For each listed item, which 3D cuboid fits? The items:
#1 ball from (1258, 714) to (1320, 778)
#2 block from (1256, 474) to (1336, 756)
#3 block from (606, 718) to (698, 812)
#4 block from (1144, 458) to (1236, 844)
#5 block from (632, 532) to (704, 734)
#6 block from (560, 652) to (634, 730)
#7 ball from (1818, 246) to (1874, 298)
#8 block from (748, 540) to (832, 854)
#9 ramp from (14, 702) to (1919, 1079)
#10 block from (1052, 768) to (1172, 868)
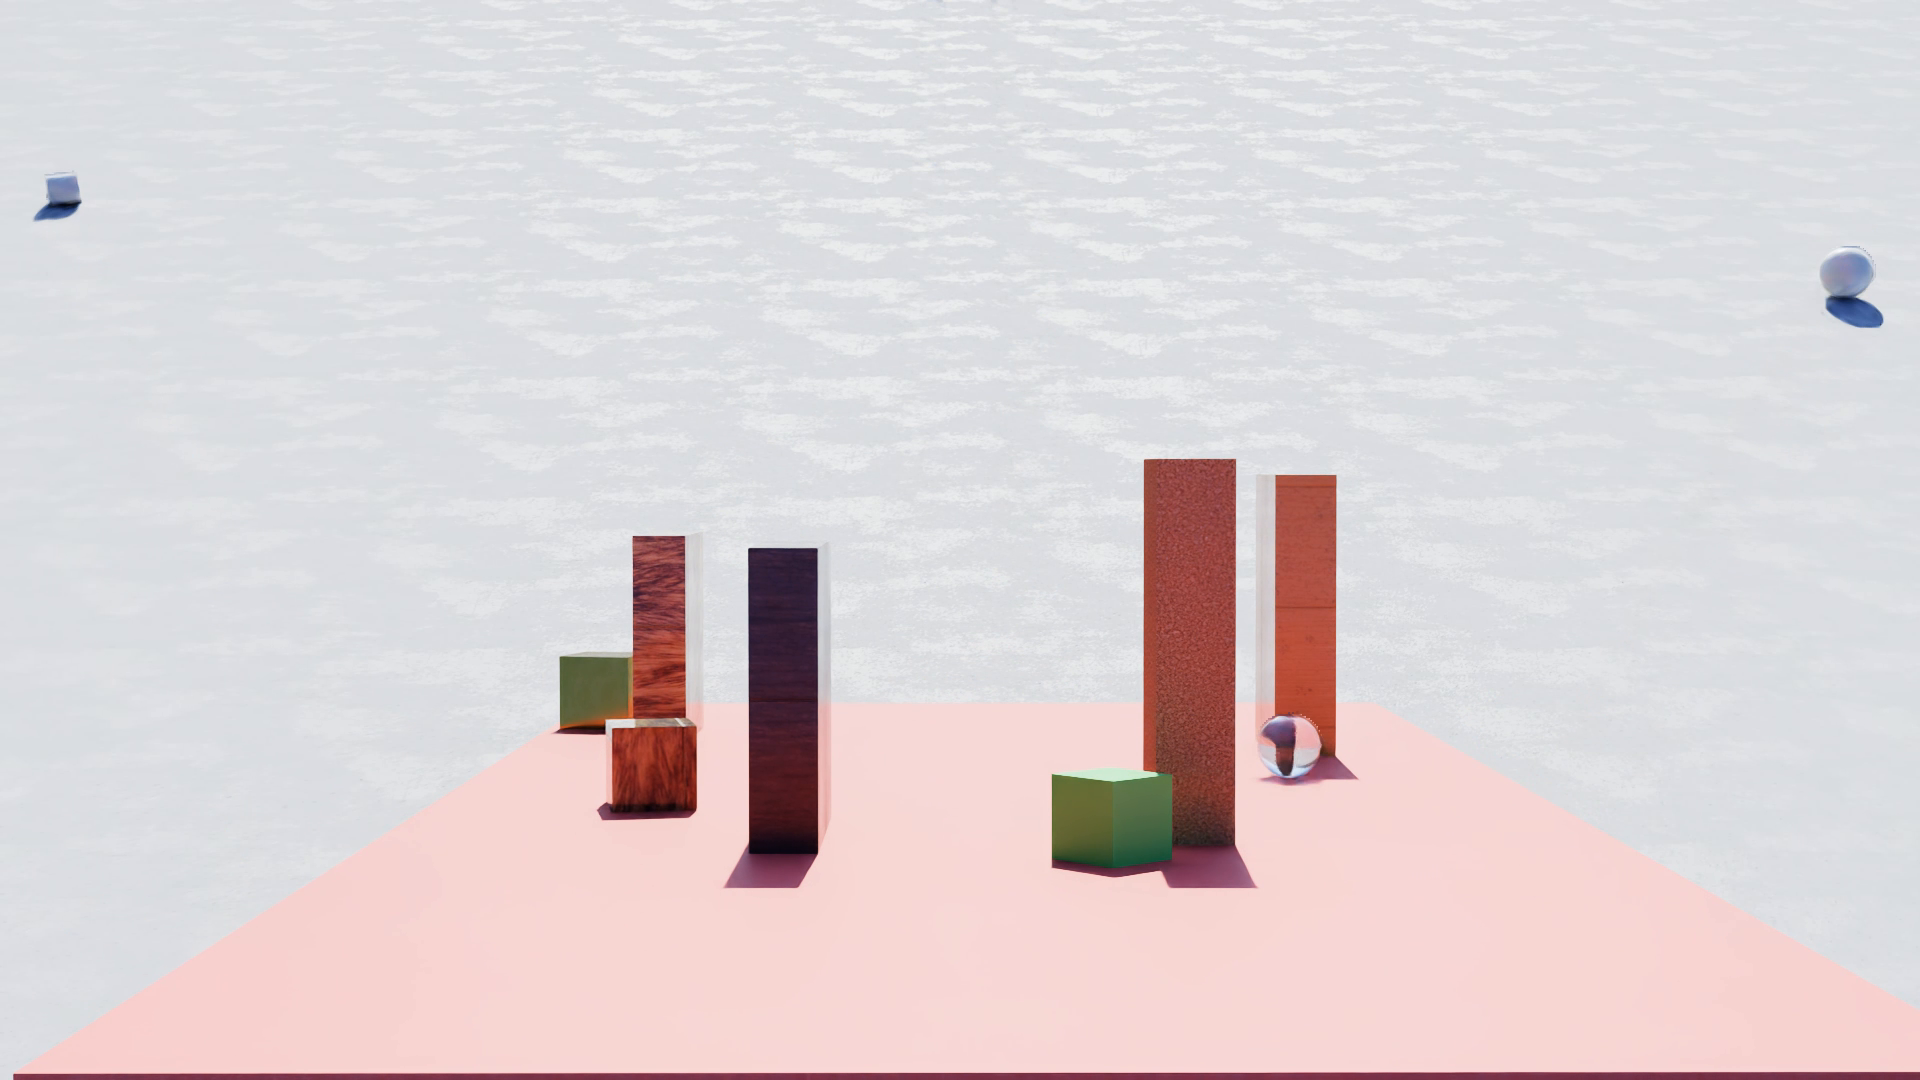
[{"bbox_3d":[0.635,0.398,4.976,0.122,0.122,0.122,0,25,0],"label":"ball"},{"bbox_3d":[0.715,0.152,5.512,0.127,0.584,0.345,0,2,0],"label":"block"},{"bbox_3d":[-0.548,0.398,4.569,0.148,0.148,0.148,0,2,-12],"label":"block"},{"bbox_3d":[0.374,0.174,4.230,0.126,0.614,0.282,0,2,0],"label":"block"},{"bbox_3d":[-0.649,0.212,5.754,0.114,0.453,0.389,0,2,0],"label":"block"},{"bbox_3d":[-0.819,0.348,5.981,0.167,0.167,0.167,0,2,14],"label":"block"},{"bbox_3d":[3.269,-0.986,9.513,0.190,0.190,0.190,0,25,0],"label":"ball"},{"bbox_3d":[-0.274,0.244,4.207,0.108,0.475,0.417,0,2,0],"label":"block"},{"bbox_3d":[0.058,0.522,4.560,2.000,0.100,4.000,0,2,0],"label":"ramp"},{"bbox_3d":[0.232,0.424,3.948,0.131,0.131,0.131,-2,2,-43],"label":"block"}]
